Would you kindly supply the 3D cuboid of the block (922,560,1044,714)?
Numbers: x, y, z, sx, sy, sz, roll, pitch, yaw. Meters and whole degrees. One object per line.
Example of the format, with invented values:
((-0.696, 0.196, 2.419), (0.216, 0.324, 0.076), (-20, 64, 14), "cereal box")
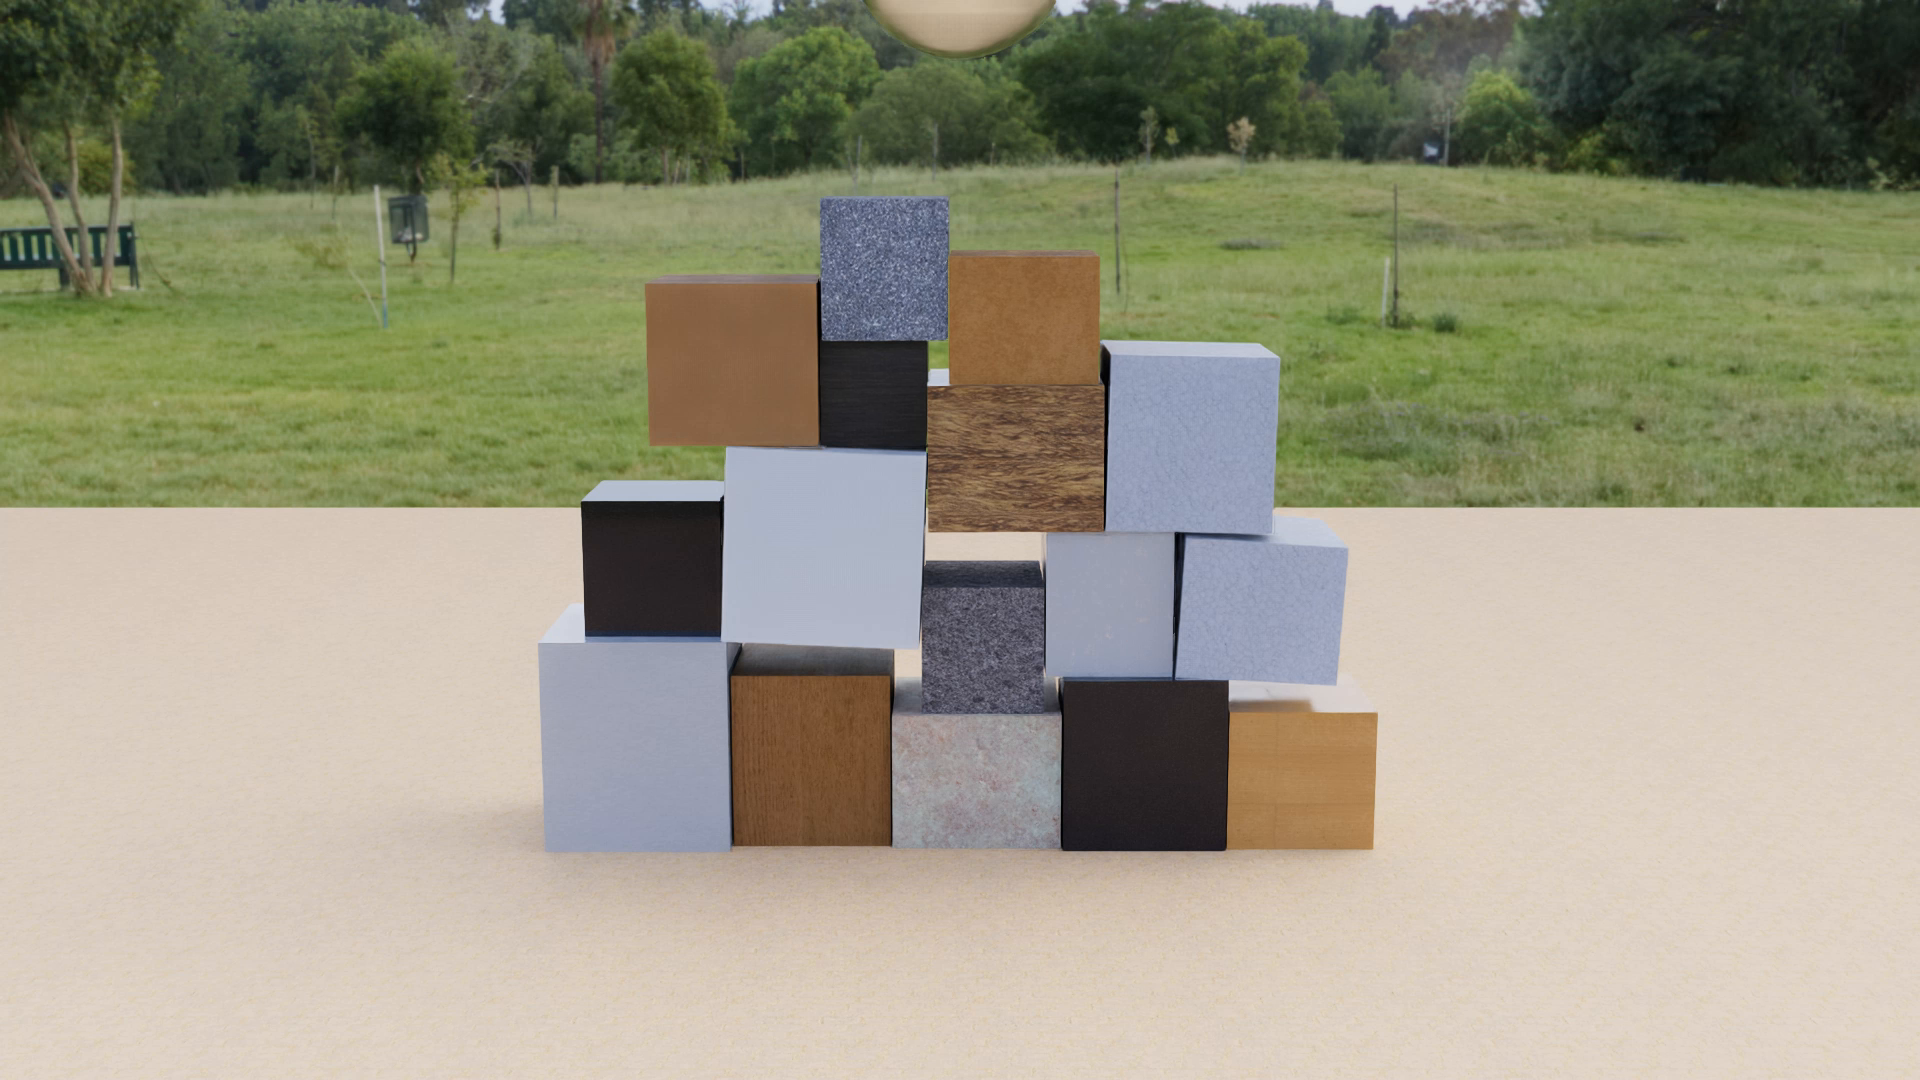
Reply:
((0.113, 0.487, 11.264), (0.607, 0.641, 0.721), (0, 10, 0), "block")

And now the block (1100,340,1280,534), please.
((1.130, -0.531, 11.079), (0.817, 0.864, 0.772), (1, 10, 0), "block")

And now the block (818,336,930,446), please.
((-0.424, -0.769, 11.047), (0.531, 0.521, 0.586), (0, 10, 0), "block")

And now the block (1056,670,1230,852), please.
((0.921, 1.048, 11.356), (0.812, 0.875, 0.885), (0, 10, 0), "block")

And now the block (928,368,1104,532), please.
((0.273, -0.465, 11.114), (0.859, 0.720, 0.819), (0, 10, 0), "block")

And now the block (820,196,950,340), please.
((-0.364, -1.359, 10.931), (0.619, 0.682, 0.621), (0, 10, 0), "block")

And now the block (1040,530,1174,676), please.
((0.741, 0.253, 11.228), (0.630, 0.735, 0.724), (0, 10, 0), "block")

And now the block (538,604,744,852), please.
((-1.610, 0.949, 11.346), (0.924, 1.074, 0.926), (0, 10, 0), "block")

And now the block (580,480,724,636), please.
((-1.523, 0.085, 11.191), (0.679, 0.682, 0.668), (0, 10, 0), "block")

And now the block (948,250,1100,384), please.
((0.311, -1.119, 10.967), (0.729, 0.618, 0.648), (0, 10, 0), "block")

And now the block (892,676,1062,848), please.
((0.083, 1.139, 11.383), (0.842, 0.686, 0.817), (0, 10, 0), "block")

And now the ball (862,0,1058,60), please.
((0.000, -4.240, 15.649), (1.600, 1.600, 1.600), (0, 10, 0), "ball")

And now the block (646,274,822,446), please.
((-1.101, -0.912, 11.005), (0.823, 0.786, 0.757), (0, 10, 0), "block")

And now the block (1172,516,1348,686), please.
((1.484, 0.282, 11.224), (0.797, 0.696, 0.846), (3, 10, -1), "block")

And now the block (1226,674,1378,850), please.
((1.705, 1.130, 11.369), (0.735, 0.709, 0.820), (0, 10, 0), "block")

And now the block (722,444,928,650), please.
((-0.668, -0.035, 11.177), (0.972, 0.961, 0.921), (2, 10, 0), "block")

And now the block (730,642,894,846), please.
((-0.743, 1.038, 11.388), (0.791, 0.882, 0.790), (0, 10, 0), "block")
